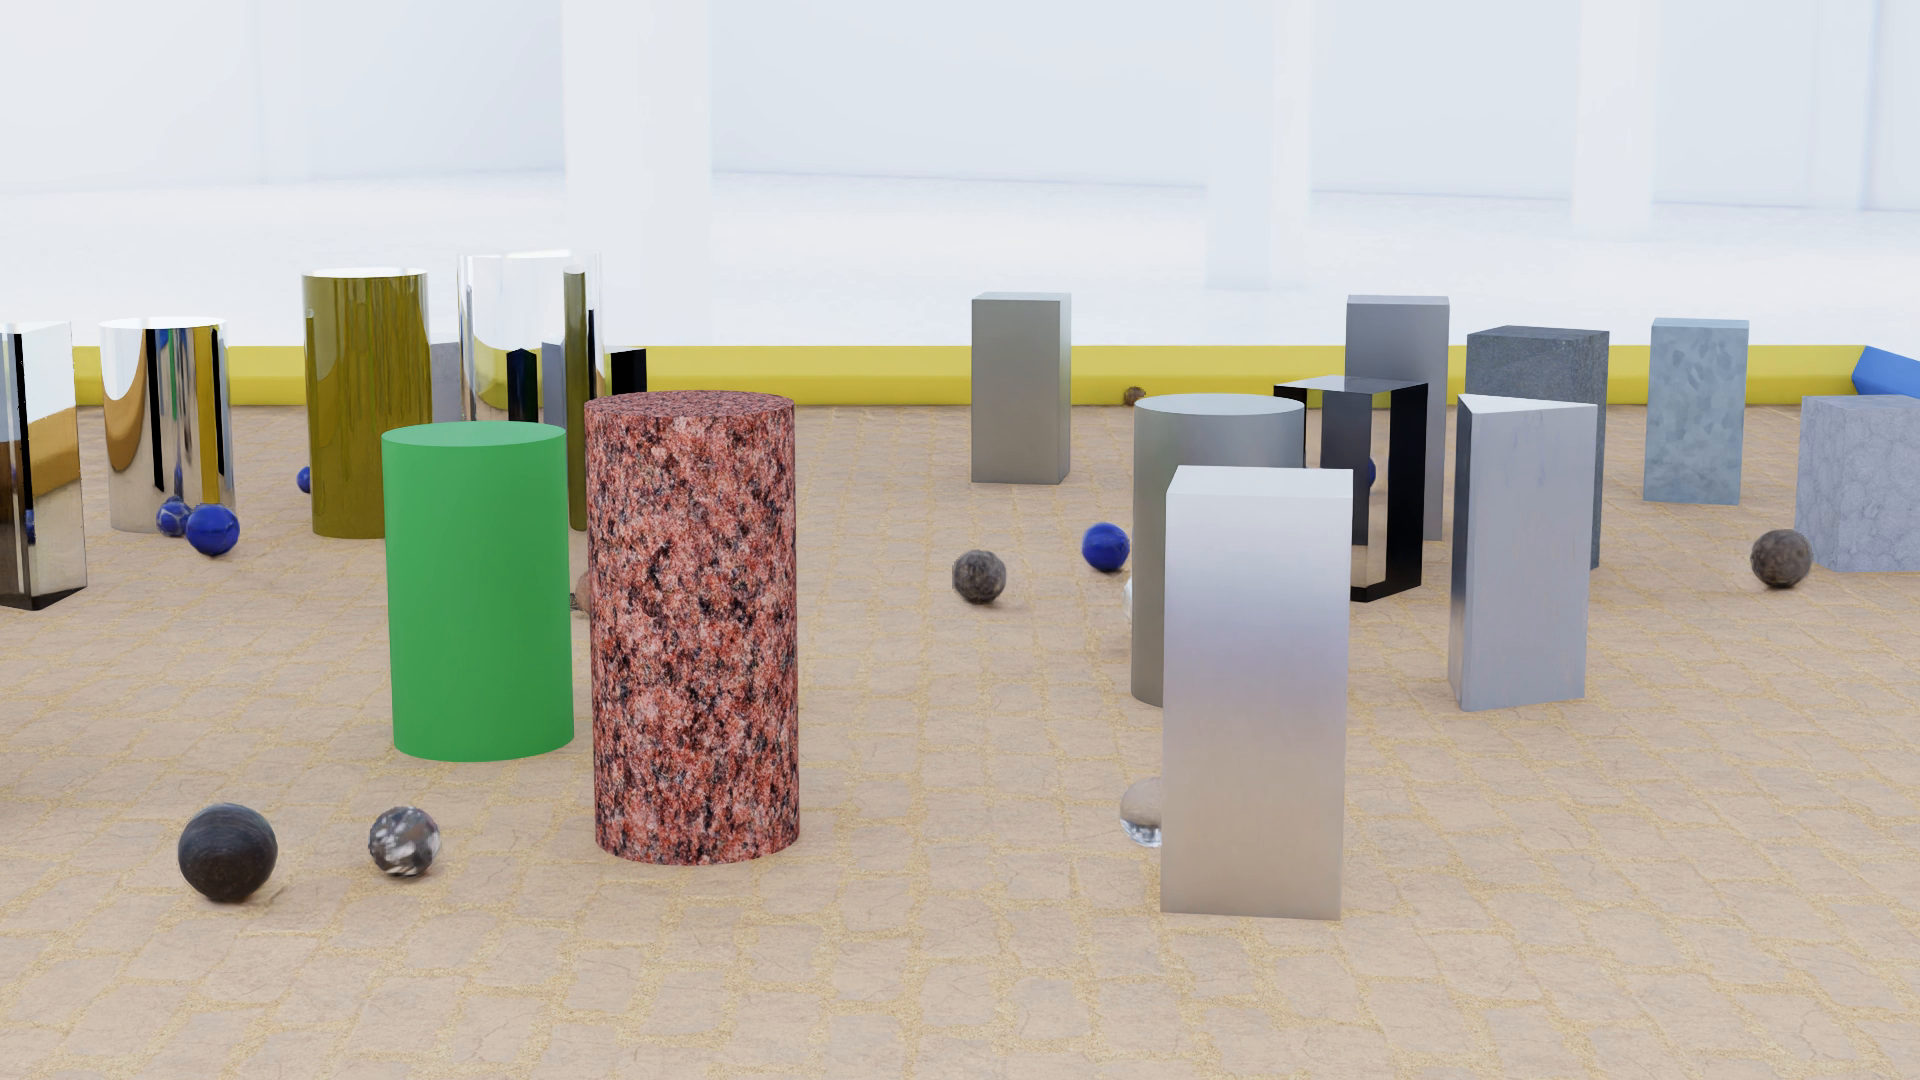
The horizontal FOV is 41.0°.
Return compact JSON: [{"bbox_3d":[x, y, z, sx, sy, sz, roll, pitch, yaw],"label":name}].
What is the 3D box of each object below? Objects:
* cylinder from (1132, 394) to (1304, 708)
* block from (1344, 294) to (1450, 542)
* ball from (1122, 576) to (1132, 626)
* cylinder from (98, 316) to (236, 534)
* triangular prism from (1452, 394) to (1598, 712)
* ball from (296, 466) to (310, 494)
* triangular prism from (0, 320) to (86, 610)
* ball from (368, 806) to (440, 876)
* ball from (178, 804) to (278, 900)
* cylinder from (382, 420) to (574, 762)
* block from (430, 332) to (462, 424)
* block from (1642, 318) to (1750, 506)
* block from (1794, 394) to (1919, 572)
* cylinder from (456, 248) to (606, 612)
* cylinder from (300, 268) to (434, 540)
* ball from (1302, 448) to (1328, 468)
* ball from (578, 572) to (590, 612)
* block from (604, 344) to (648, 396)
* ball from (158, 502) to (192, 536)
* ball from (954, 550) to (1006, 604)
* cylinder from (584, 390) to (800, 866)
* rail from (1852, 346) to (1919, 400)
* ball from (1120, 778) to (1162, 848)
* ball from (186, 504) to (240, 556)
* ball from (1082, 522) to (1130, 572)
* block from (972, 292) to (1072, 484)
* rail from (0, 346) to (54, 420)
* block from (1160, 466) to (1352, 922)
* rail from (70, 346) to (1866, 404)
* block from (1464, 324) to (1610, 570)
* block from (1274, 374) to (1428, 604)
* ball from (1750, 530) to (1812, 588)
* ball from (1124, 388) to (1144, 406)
[{"bbox_3d":[0.298,0.011,2.978,0.194,0.342,0.194,0,11,0],"label":"cylinder"},{"bbox_3d":[0.681,-0.194,4.021,0.156,0.365,0.156,2,11,9],"label":"block"},{"bbox_3d":[0.256,0.079,3.285,0.097,0.097,0.097,0,11,0],"label":"ball"},{"bbox_3d":[-1.263,-0.186,4.096,0.194,0.323,0.194,0,11,0],"label":"cylinder"},{"bbox_3d":[0.621,0.009,2.991,0.168,0.343,0.146,-5,12,-24],"label":"triangular prism"},{"bbox_3d":[-1.113,-0.103,4.397,0.049,0.049,0.049,0,11,0],"label":"ball"},{"bbox_3d":[-1.275,-0.108,3.531,0.168,0.375,0.146,7,13,33],"label":"triangular prism"},{"bbox_3d":[-0.504,0.273,2.328,0.064,0.064,0.064,0,11,0],"label":"ball"},{"bbox_3d":[-0.646,0.275,2.263,0.085,0.085,0.085,0,11,0],"label":"ball"},{"bbox_3d":[-0.520,0.051,2.775,0.194,0.337,0.194,0,11,0],"label":"cylinder"},{"bbox_3d":[-0.911,-0.217,4.425,0.156,0.262,0.156,-10,14,-43],"label":"block"},{"bbox_3d":[1.250,-0.221,4.353,0.156,0.296,0.156,3,11,17],"label":"block"},{"bbox_3d":[1.342,-0.085,3.784,0.156,0.238,0.156,-1,11,-5],"label":"block"},{"bbox_3d":[-0.579,-0.153,3.494,0.194,0.476,0.194,0,11,0],"label":"cylinder"},{"bbox_3d":[-0.930,-0.218,4.041,0.194,0.406,0.194,0,11,0],"label":"cylinder"},{"bbox_3d":[0.604,-0.127,4.469,0.069,0.069,0.069,0,11,0],"label":"ball"},{"bbox_3d":[-0.471,0.069,3.404,0.069,0.069,0.069,0,11,0],"label":"ball"},{"bbox_3d":[-0.646,-0.204,4.399,0.156,0.246,0.156,8,13,35],"label":"block"},{"bbox_3d":[-1.223,-0.033,4.000,0.055,0.055,0.055,0,11,0],"label":"ball"},{"bbox_3d":[0.027,0.050,3.505,0.073,0.073,0.073,0,11,0],"label":"ball"},{"bbox_3d":[-0.251,0.078,2.418,0.194,0.416,0.194,0,11,0],"label":"cylinder"},{"bbox_3d":[1.950,0.030,3.460,0.045,0.126,4.269,0,11,0],"label":"rail"},{"bbox_3d":[0.183,0.256,2.413,0.066,0.066,0.066,0,11,0],"label":"ball"},{"bbox_3d":[-1.119,-0.015,3.843,0.078,0.078,0.078,0,11,0],"label":"ball"},{"bbox_3d":[0.212,0.010,3.728,0.071,0.071,0.071,0,11,0],"label":"ball"},{"bbox_3d":[0.110,-0.272,4.554,0.156,0.323,0.156,2,11,10],"label":"block"},{"bbox_3d":[-1.950,0.035,3.438,0.045,0.126,4.269,0,11,0],"label":"rail"},{"bbox_3d":[0.263,0.130,2.262,0.156,0.369,0.156,2,11,8],"label":"block"},{"bbox_3d":[-0.012,-0.353,5.524,3.948,0.126,0.045,0,11,0],"label":"rail"},{"bbox_3d":[0.830,-0.127,3.711,0.156,0.347,0.156,7,12,32],"label":"block"},{"bbox_3d":[0.543,-0.075,3.591,0.156,0.288,0.156,8,13,38],"label":"block"},{"bbox_3d":[1.155,0.026,3.609,0.082,0.082,0.082,0,11,0],"label":"ball"},{"bbox_3d":[0.373,-0.307,5.514,0.043,0.043,0.043,0,11,0],"label":"ball"}]
